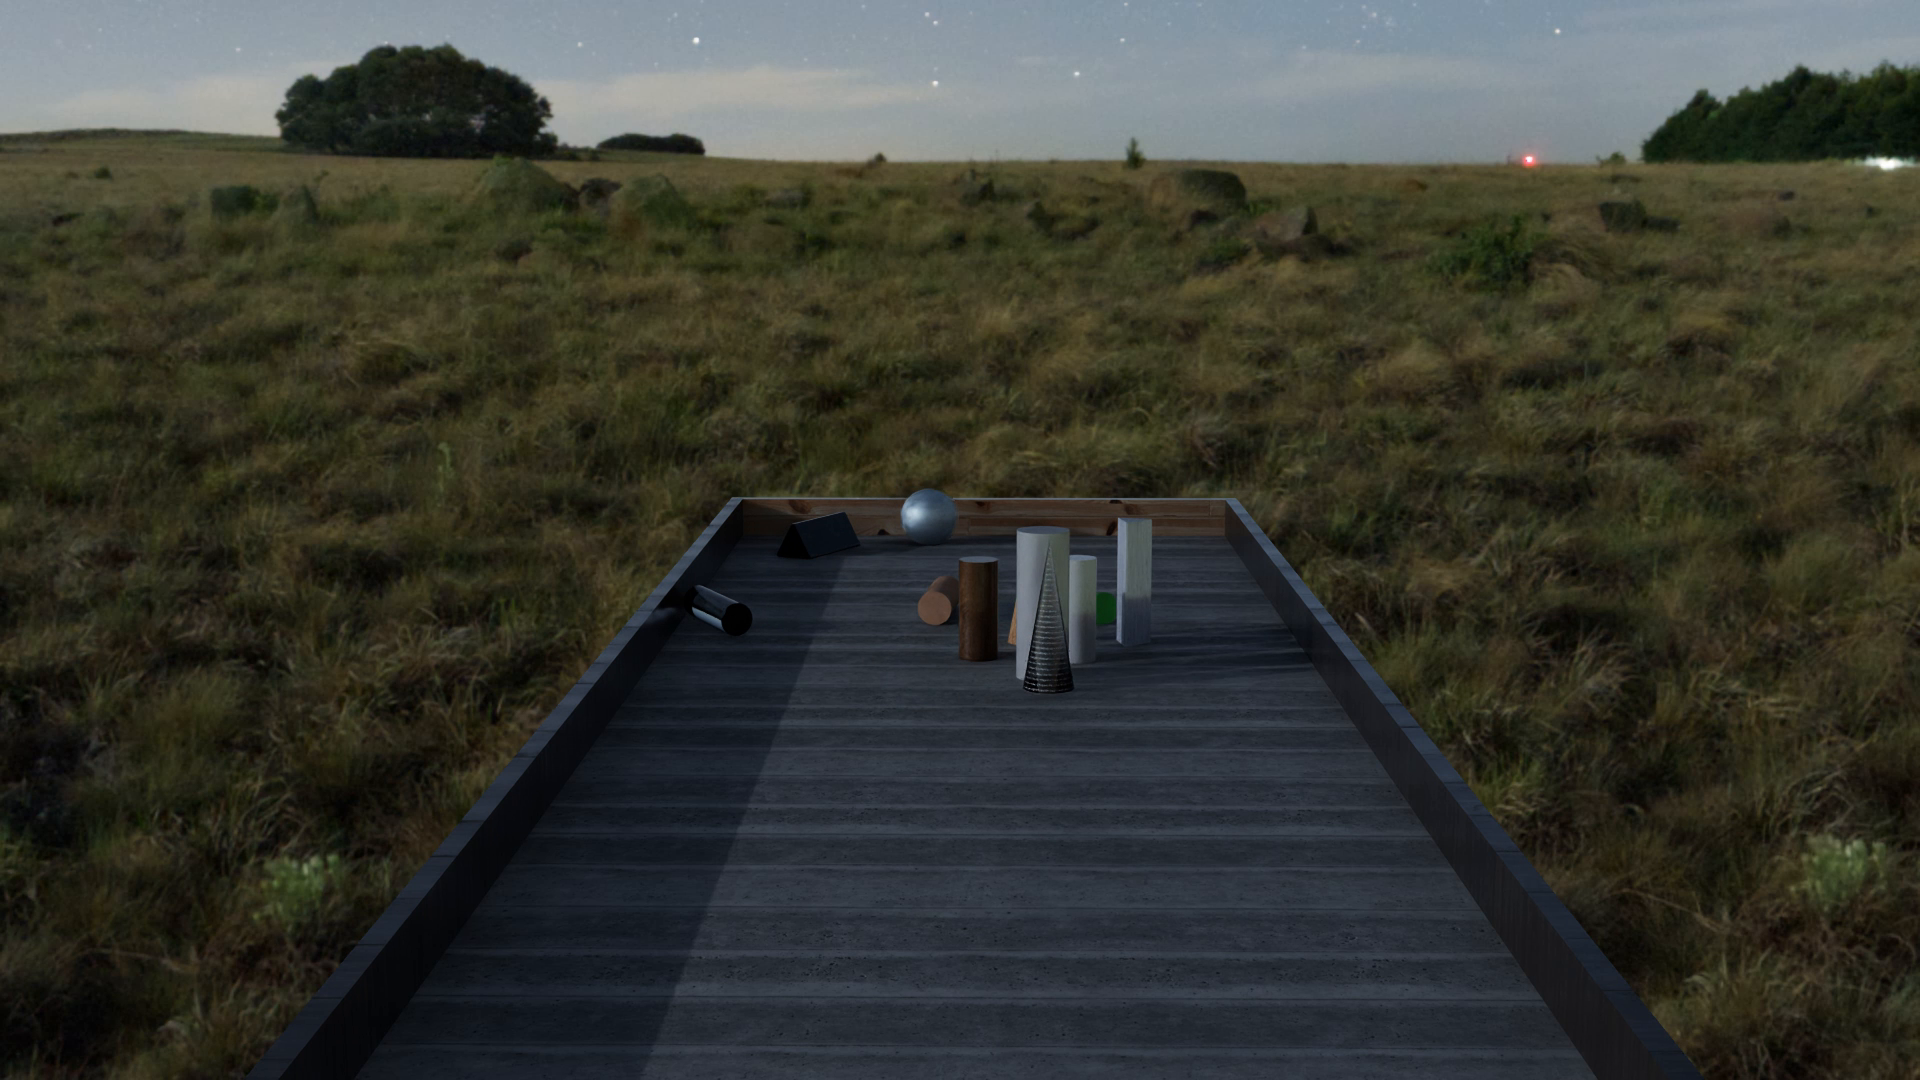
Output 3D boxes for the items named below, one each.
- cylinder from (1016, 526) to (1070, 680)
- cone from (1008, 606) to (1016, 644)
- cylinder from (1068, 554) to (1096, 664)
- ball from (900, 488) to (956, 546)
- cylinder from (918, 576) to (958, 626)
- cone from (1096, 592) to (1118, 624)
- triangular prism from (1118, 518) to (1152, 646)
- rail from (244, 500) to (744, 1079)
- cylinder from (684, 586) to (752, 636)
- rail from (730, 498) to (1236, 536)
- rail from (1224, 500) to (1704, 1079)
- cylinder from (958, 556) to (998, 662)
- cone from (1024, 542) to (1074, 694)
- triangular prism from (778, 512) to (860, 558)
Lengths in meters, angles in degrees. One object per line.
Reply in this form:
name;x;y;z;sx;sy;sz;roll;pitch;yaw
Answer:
cylinder;0.243;0.186;6.441;0.154;0.437;0.154;0;9;0
cone;0.214;0.159;6.948;0.126;0.331;0.126;0;9;0
cylinder;0.360;0.209;6.680;0.107;0.316;0.107;0;9;0
ball;-0.128;-0.093;8.868;0.228;0.228;0.228;0;9;0
cylinder;-0.066;0.201;7.384;0.112;0.112;0.308;1;9;7
cone;0.398;0.222;7.437;0.106;0.106;0.418;-4;2;-21
triangular prism;0.531;0.129;6.938;0.109;0.393;0.094;-7;12;-39
rail;-1.004;0.839;3.234;0.050;0.150;12.000;0;9;1
cylinder;-0.797;0.230;7.218;0.107;0.107;0.360;-4;10;-26
rail;0.099;-0.098;9.147;2.100;0.150;0.050;0;9;1
rail;1.046;0.843;3.208;0.050;0.150;12.000;0;9;1
cylinder;0.056;0.210;6.711;0.119;0.305;0.119;0;9;0
cone;0.255;0.210;6.293;0.147;0.436;0.147;0;9;0
triangular prism;-0.559;-0.025;8.723;0.152;0.131;0.379;5;10;28
